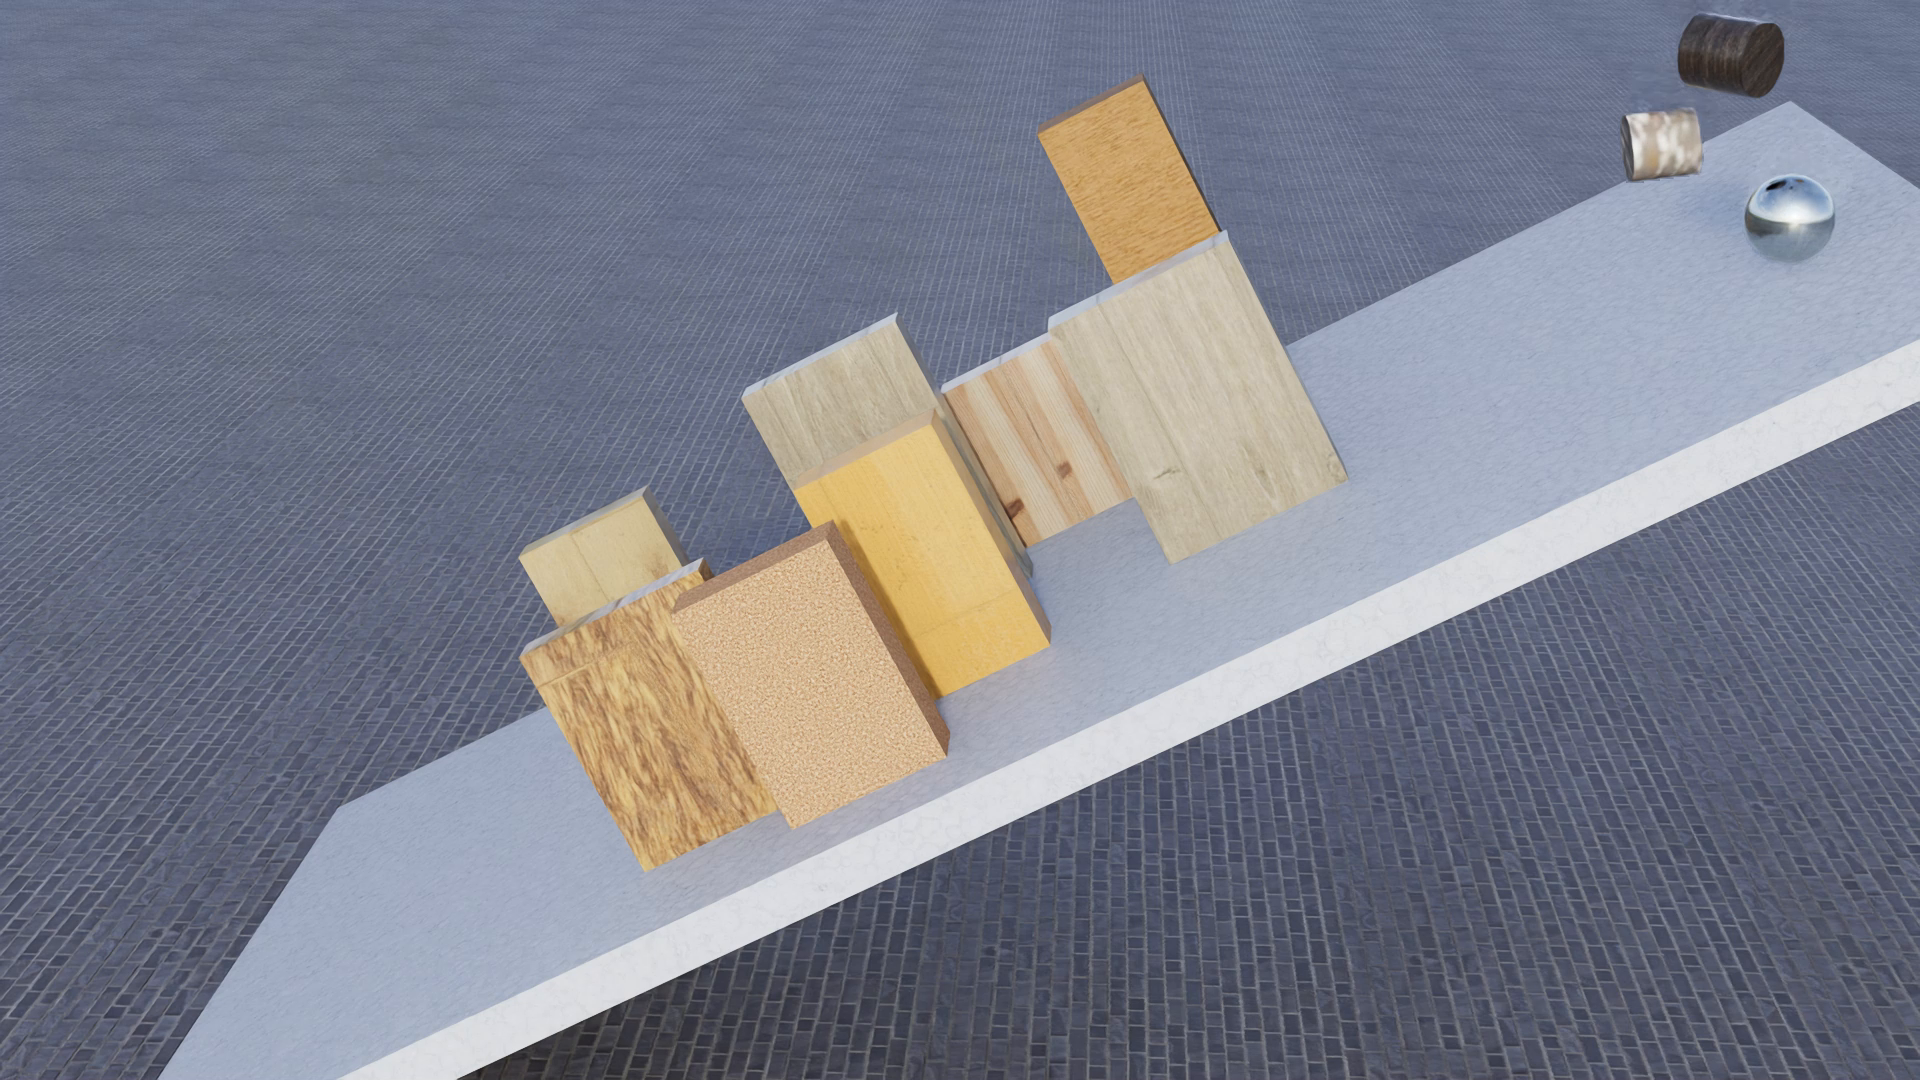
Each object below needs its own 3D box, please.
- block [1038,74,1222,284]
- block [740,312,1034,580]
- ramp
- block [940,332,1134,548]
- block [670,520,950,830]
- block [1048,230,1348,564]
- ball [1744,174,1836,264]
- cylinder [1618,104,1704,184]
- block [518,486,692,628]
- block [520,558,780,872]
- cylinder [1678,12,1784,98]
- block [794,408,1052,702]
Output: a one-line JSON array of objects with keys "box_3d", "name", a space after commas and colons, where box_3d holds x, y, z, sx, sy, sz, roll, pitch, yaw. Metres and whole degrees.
[{"box_3d": [0.477, -0.700, 6.957, 0.275, 0.750, 0.133, -26, 14, 10], "name": "block"}, {"box_3d": [-0.153, -0.124, 6.355, 0.373, 0.634, 0.095, -26, 14, 10], "name": "block"}, {"box_3d": [0.140, 0.167, 6.281, 4.000, 0.100, 2.000, -26, 14, 10], "name": "ramp"}, {"box_3d": [0.189, -0.230, 6.563, 0.312, 0.401, 0.095, -26, 14, 10], "name": "block"}, {"box_3d": [-0.279, 0.256, 5.560, 0.332, 0.479, 0.130, -26, 14, 10], "name": "block"}, {"box_3d": [0.477, -0.283, 5.889, 0.396, 0.545, 0.112, -26, 14, 10], "name": "block"}, {"box_3d": [1.580, -0.612, 5.601, 0.169, 0.169, 0.169, 0, 17, 0], "name": "ball"}, {"box_3d": [1.433, -0.809, 6.015, 0.137, 0.137, 0.137, -14, 17, 1], "name": "cylinder"}, {"box_3d": [-0.768, 0.156, 6.894, 0.331, 0.468, 0.091, -26, 14, 10], "name": "block"}, {"box_3d": [-0.558, 0.344, 5.741, 0.398, 0.500, 0.083, -26, 14, 10], "name": "block"}, {"box_3d": [1.480, -0.931, 5.644, 0.144, 0.144, 0.144, -15, 25, -40], "name": "cylinder"}, {"box_3d": [-0.071, 0.039, 5.866, 0.306, 0.511, 0.124, -26, 14, 10], "name": "block"}]
